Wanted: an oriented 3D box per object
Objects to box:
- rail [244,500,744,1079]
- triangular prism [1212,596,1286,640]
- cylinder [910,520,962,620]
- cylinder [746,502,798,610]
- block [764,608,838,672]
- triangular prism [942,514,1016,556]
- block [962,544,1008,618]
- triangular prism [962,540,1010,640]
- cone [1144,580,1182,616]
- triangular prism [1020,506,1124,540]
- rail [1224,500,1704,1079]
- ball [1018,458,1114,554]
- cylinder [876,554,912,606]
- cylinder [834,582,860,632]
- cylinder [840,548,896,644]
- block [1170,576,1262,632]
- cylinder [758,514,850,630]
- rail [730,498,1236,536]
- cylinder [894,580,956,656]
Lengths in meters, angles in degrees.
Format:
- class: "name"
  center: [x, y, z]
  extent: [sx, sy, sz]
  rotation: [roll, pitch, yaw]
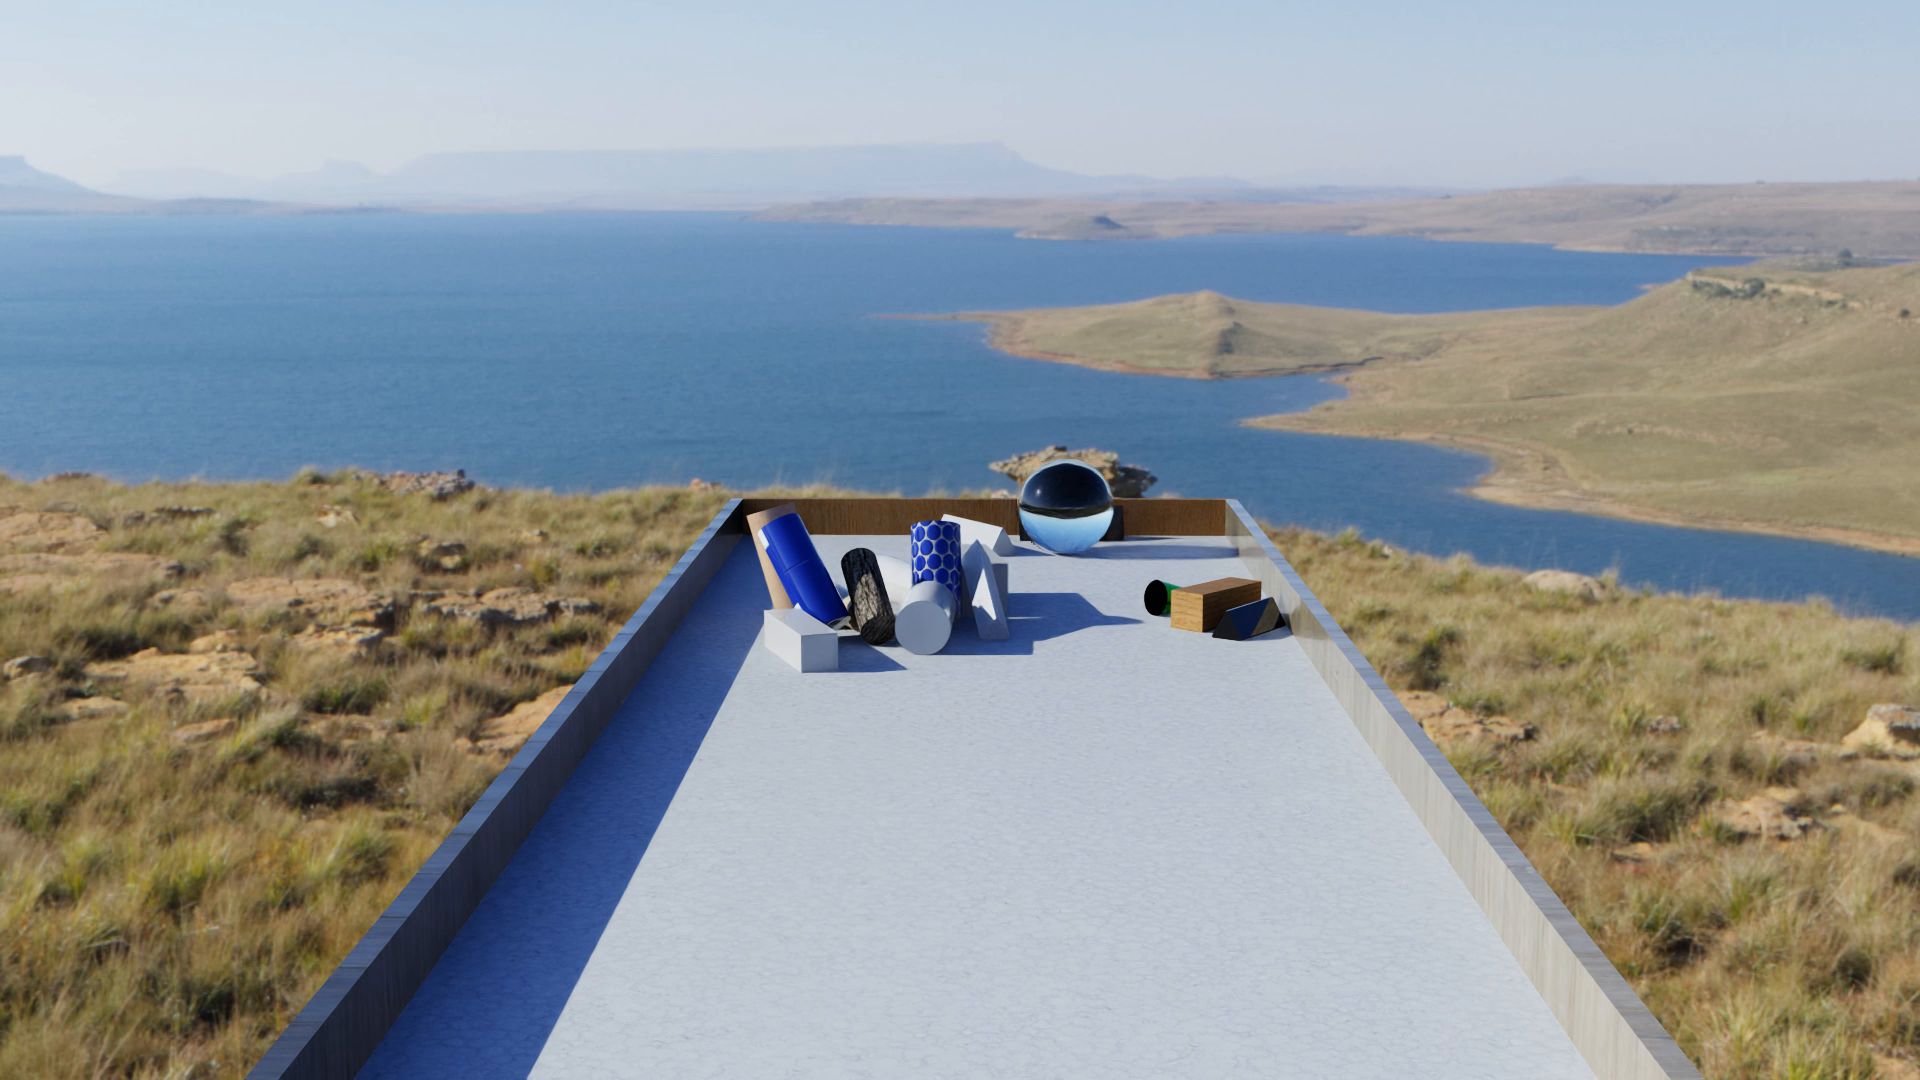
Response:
- class: "rail"
  center: [-1.004, 0.839, 3.234]
  extent: [0.050, 0.150, 12.000]
  rotation: [0, 9, 1]
- class: "triangular prism"
  center: [0.938, 0.250, 7.123]
  extent: [0.105, 0.091, 0.305]
  rotation: [6, 11, 35]
- class: "cylinder"
  center: [-0.077, 0.105, 7.236]
  extent: [0.165, 0.308, 0.165]
  rotation: [-1, -13, 0]
- class: "cylinder"
  center: [-0.569, 0.077, 7.224]
  extent: [0.163, 0.375, 0.163]
  rotation: [-17, 2, 1]
- class: "block"
  center: [-0.488, 0.304, 6.724]
  extent: [0.114, 0.114, 0.415]
  rotation: [-3, 10, -20]
- class: "triangular prism"
  center: [0.054, -0.023, 8.790]
  extent: [0.126, 0.109, 0.442]
  rotation: [-5, 11, -31]
- class: "block"
  center: [0.037, 0.137, 7.580]
  extent: [0.178, 0.178, 0.437]
  rotation: [-2, 9, -10]
- class: "triangular prism"
  center: [0.084, 0.156, 7.168]
  extent: [0.095, 0.082, 0.444]
  rotation: [-2, 35, -8]
- class: "cone"
  center: [0.811, 0.207, 7.511]
  extent: [0.376, 0.121, 0.121]
  rotation: [5, 5, -36]
- class: "triangular prism"
  center: [0.458, -0.076, 9.041]
  extent: [0.425, 0.132, 0.153]
  rotation: [0, 9, 1]
- class: "rail"
  center: [1.046, 0.843, 3.208]
  extent: [0.050, 0.150, 12.000]
  rotation: [0, 9, 1]
- class: "ball"
  center: [0.417, -0.132, 8.645]
  extent: [0.375, 0.375, 0.375]
  rotation: [0, 9, 0]
- class: "cylinder"
  center: [-0.179, 0.156, 7.554]
  extent: [0.147, 0.147, 0.450]
  rotation: [-4, 10, -24]
- class: "cylinder"
  center: [-0.384, 0.217, 7.275]
  extent: [0.114, 0.114, 0.360]
  rotation: [-4, 10, -24]
- class: "cylinder"
  center: [-0.292, 0.177, 7.021]
  extent: [0.118, 0.118, 0.347]
  rotation: [-2, 38, -14]
- class: "block"
  center: [0.848, 0.212, 7.267]
  extent: [0.126, 0.126, 0.336]
  rotation: [8, 12, 41]
- class: "cylinder"
  center: [-0.498, 0.115, 7.024]
  extent: [0.149, 0.379, 0.149]
  rotation: [-26, -14, -7]
- class: "rail"
  center: [0.099, -0.098, 9.147]
  extent: [2.100, 0.150, 0.050]
  rotation: [0, 9, 1]
- class: "cylinder"
  center: [-0.106, 0.243, 6.927]
  extent: [0.172, 0.172, 0.345]
  rotation: [0, 9, 3]
